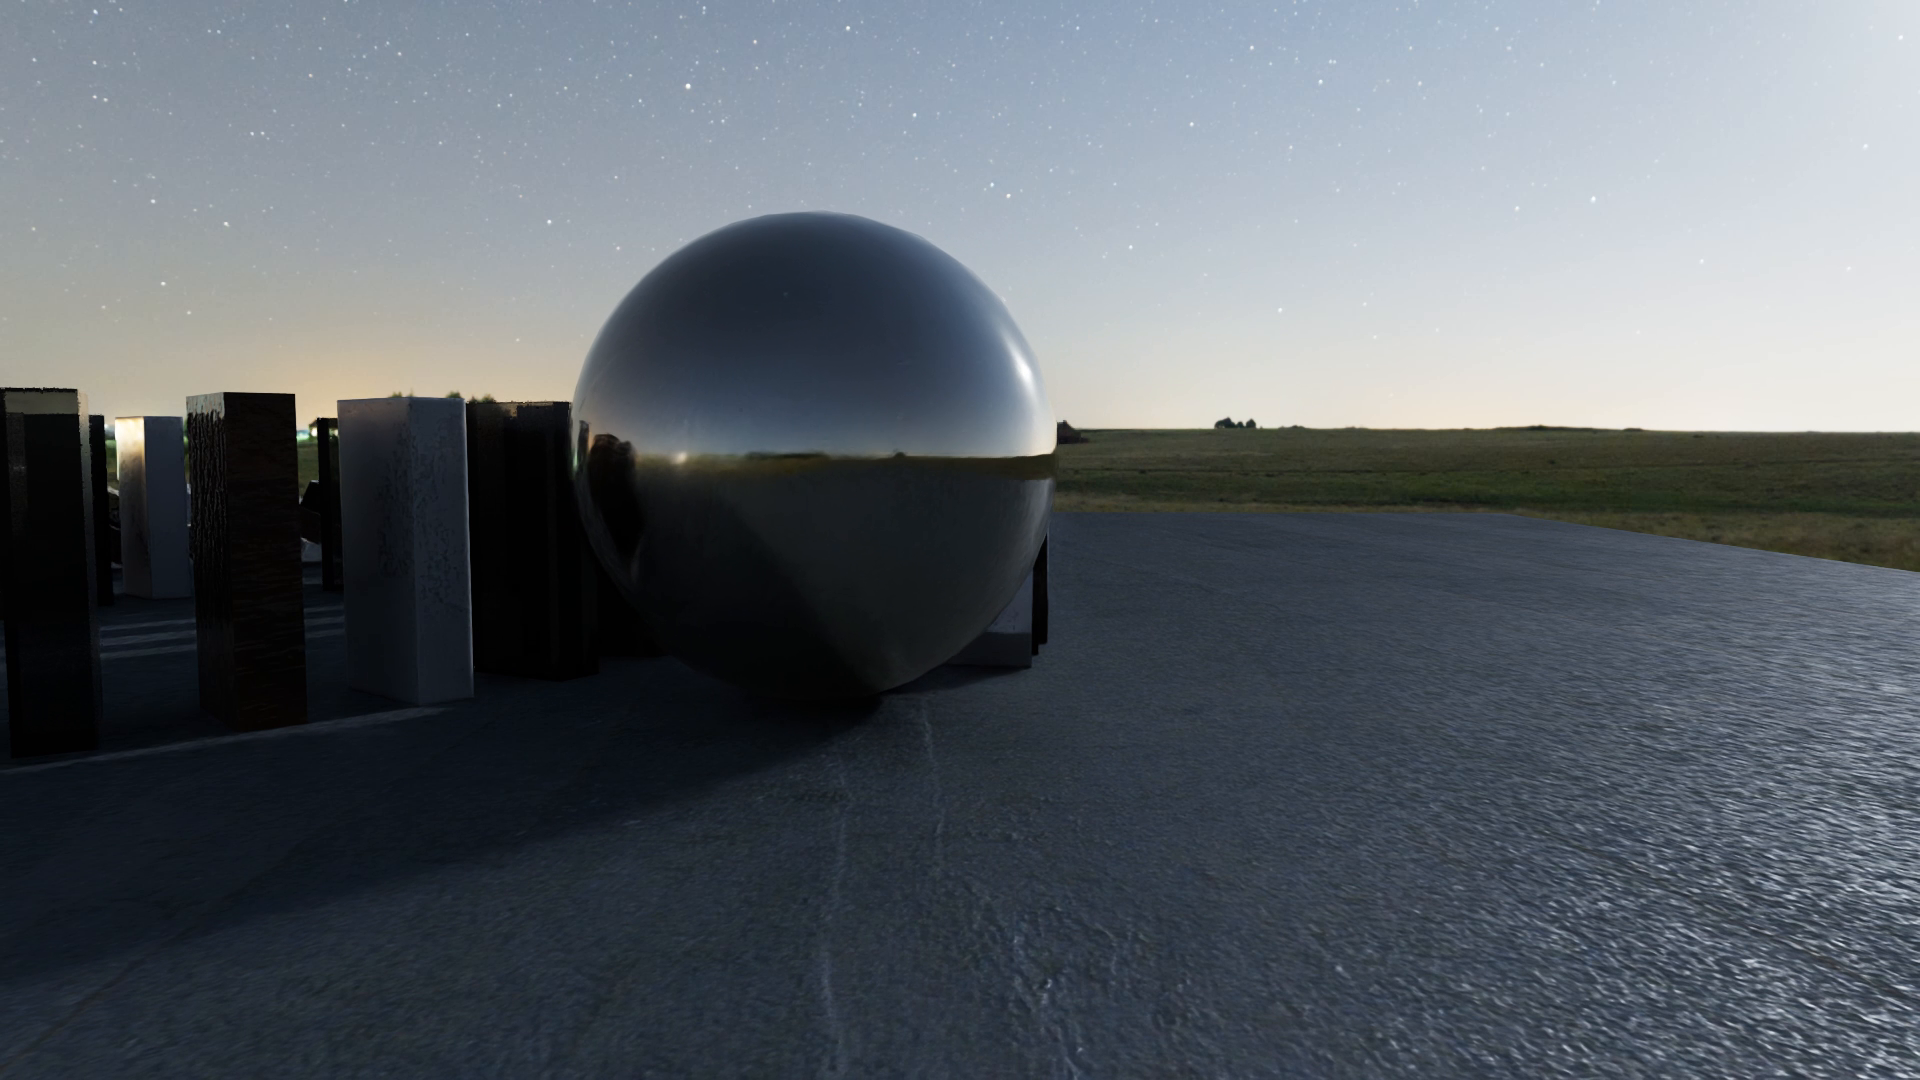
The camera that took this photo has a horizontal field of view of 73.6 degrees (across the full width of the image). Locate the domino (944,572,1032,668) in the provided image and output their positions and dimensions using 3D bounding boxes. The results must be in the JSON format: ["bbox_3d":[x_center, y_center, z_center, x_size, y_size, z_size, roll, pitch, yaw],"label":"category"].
[{"bbox_3d":[0.002,0.004,0.261,0.025,0.009,0.050,0,41,3],"label":"domino"}]

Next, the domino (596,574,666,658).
[{"bbox_3d":[-0.072,-0.002,0.261,0.025,0.050,0.009,1,4,11],"label":"domino"}]

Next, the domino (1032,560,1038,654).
[{"bbox_3d":[0.004,0.003,0.276,0.025,0.009,0.050,0,41,3],"label":"domino"}]

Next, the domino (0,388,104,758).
[{"bbox_3d":[-0.131,0.004,0.185,0.009,0.050,0.025,-3,5,-31],"label":"domino"}]

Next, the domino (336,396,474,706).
[{"bbox_3d":[-0.094,0.001,0.218,0.025,0.050,0.009,4,6,39],"label":"domino"}]

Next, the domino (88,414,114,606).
[{"bbox_3d":[-0.238,-0.008,0.337,0.025,0.050,0.009,1,5,18],"label":"domino"}]

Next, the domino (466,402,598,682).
[{"bbox_3d":[-0.080,0.000,0.238,0.025,0.050,0.009,2,5,29],"label":"domino"}]

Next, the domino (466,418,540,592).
[{"bbox_3d":[-0.135,-0.011,0.380,0.009,0.050,0.025,2,5,22],"label":"domino"}]

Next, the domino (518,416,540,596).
[{"bbox_3d":[-0.113,-0.010,0.369,0.009,0.050,0.025,3,5,33],"label":"domino"}]

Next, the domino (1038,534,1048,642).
[{"bbox_3d":[0.007,0.002,0.292,0.025,0.009,0.050,0,41,3],"label":"domino"}]

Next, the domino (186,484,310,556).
[{"bbox_3d":[-0.255,-0.007,0.449,0.050,0.010,0.025,27,-6,-21],"label":"domino"}]

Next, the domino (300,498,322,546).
[{"bbox_3d":[-0.233,-0.007,0.459,0.050,0.009,0.025,25,-3,-16],"label":"domino"}]

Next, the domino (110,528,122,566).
[{"bbox_3d":[-0.293,-0.006,0.419,0.050,0.010,0.025,36,-19,-35],"label":"domino"}]

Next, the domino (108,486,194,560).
[{"bbox_3d":[-0.276,-0.006,0.436,0.050,0.009,0.025,30,-11,-27],"label":"domino"}]

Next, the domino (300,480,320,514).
[{"bbox_3d":[-0.210,-0.007,0.468,0.050,0.009,0.025,24,0,-9],"label":"domino"}]

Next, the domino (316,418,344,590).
[{"bbox_3d":[-0.183,-0.011,0.383,0.009,0.050,0.025,-1,4,-16],"label":"domino"}]

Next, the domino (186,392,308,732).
[{"bbox_3d":[-0.111,0.003,0.200,0.009,0.050,0.025,-4,6,-42],"label":"domino"}]

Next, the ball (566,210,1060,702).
[{"bbox_3d":[-0.024,-0.013,0.213,0.080,0.080,0.080,0,4,0],"label":"ball"}]

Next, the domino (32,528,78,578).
[{"bbox_3d":[-0.305,-0.006,0.398,0.025,0.010,0.050,3,-32,35],"label":"domino"}]

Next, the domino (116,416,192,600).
[{"bbox_3d":[-0.226,-0.009,0.359,0.025,0.050,0.009,4,6,42],"label":"domino"}]

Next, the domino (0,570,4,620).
[{"bbox_3d":[-0.242,-0.006,0.313,0.025,0.050,0.009,0,4,3],"label":"domino"}]
